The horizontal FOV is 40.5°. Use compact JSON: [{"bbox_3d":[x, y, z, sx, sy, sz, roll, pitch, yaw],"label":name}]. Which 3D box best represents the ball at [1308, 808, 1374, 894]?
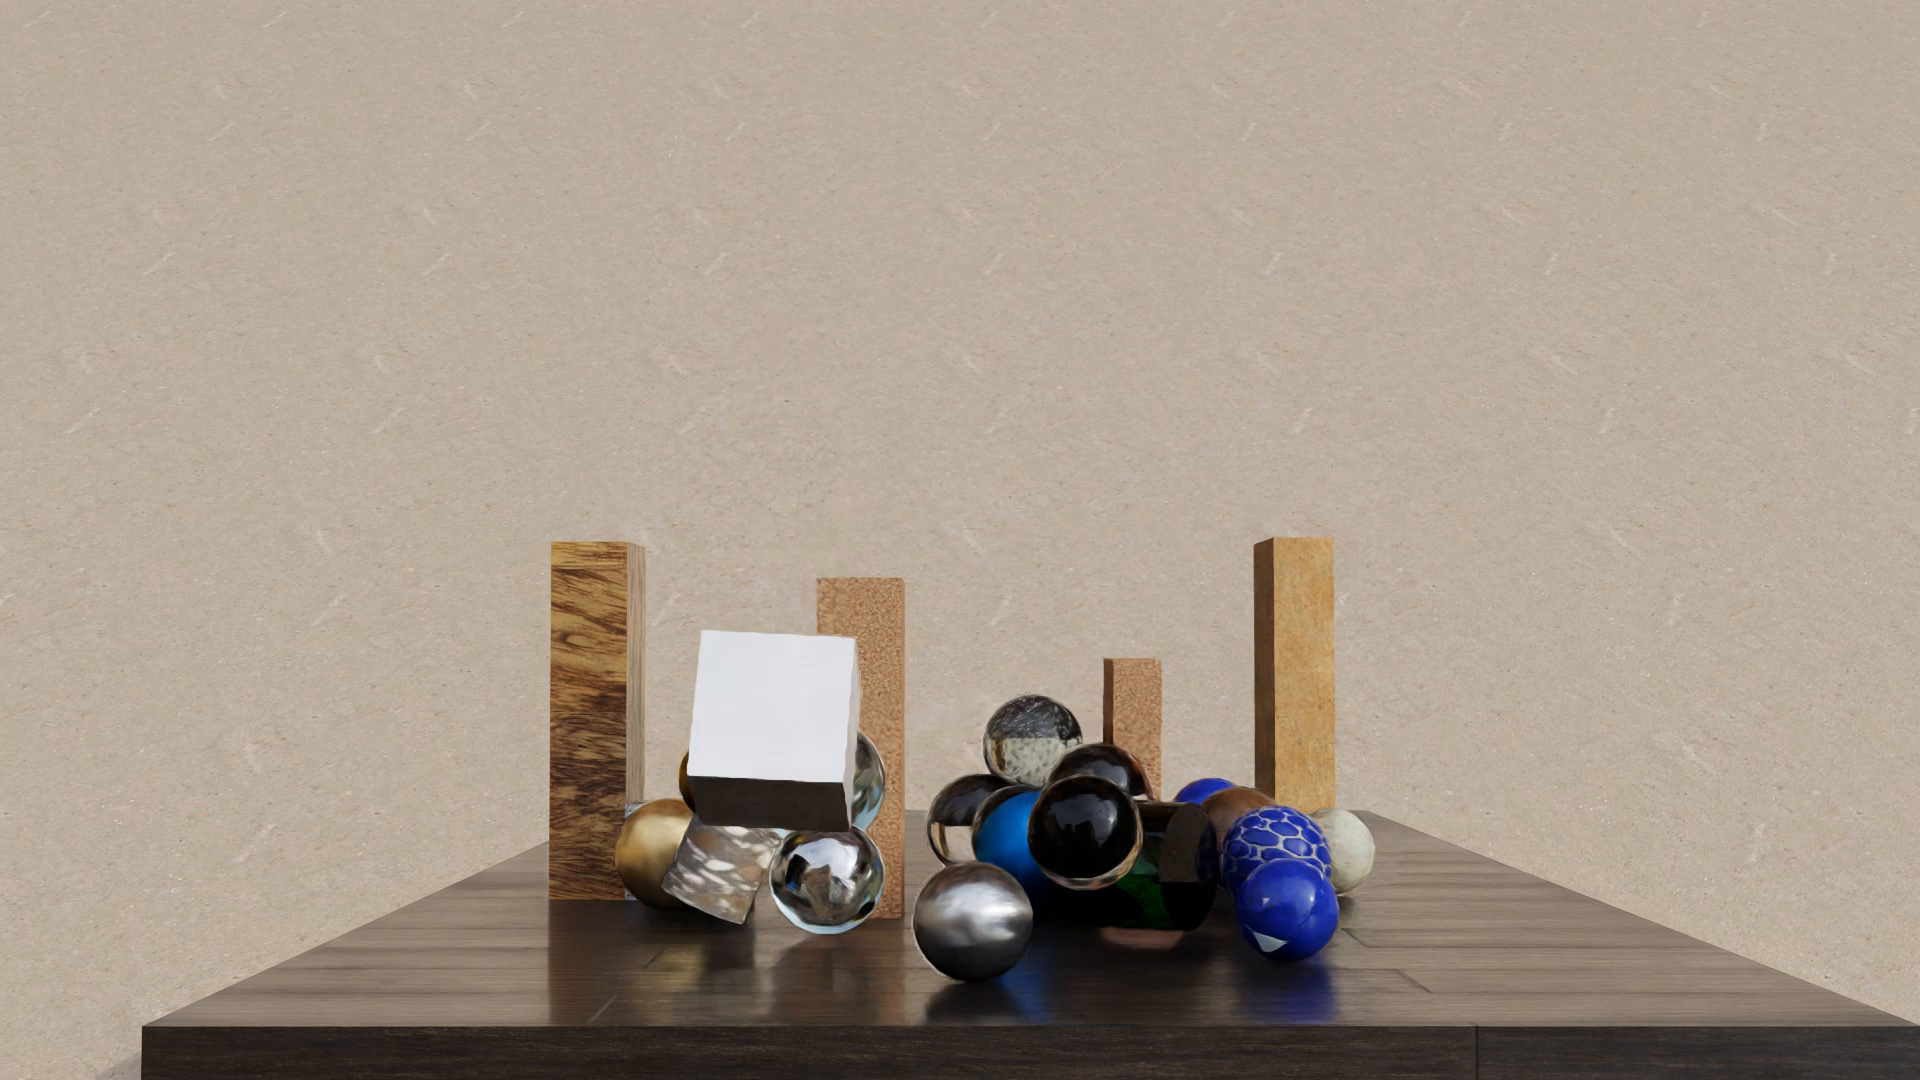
[{"bbox_3d":[0.644,0.540,4.511,0.149,0.149,0.149,0,37,0],"label":"ball"}]

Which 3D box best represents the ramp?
[{"bbox_3d":[0.081,0.683,4.917,2.000,0.100,4.000,0,-2,0],"label":"ramp"}]

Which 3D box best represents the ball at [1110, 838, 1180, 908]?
[{"bbox_3d":[0.305,0.548,4.275,0.113,0.113,0.113,0,37,0],"label":"ball"}]

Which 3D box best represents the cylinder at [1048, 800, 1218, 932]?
[{"bbox_3d":[0.265,0.495,3.974,0.193,0.193,0.193,-2,32,33],"label":"cylinder"}]

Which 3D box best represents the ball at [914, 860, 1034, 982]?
[{"bbox_3d":[0.017,0.487,3.322,0.153,0.153,0.153,0,37,0],"label":"ball"}]

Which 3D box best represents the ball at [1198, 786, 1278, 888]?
[{"bbox_3d":[0.490,0.524,4.573,0.181,0.181,0.181,0,37,0],"label":"ball"}]

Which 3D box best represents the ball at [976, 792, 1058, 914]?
[{"bbox_3d":[0.124,0.502,4.173,0.197,0.197,0.197,0,37,0],"label":"ball"}]

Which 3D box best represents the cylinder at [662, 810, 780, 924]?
[{"bbox_3d":[-0.344,0.465,3.741,0.130,0.130,0.130,24,-2,1],"label":"cylinder"}]

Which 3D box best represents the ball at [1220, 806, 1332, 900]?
[{"bbox_3d":[0.500,0.509,4.123,0.177,0.177,0.177,0,37,0],"label":"ball"}]

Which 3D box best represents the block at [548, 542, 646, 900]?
[{"bbox_3d":[-0.635,0.313,4.570,0.130,0.610,0.262,0,-2,0],"label":"block"}]

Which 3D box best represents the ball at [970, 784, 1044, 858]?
[{"bbox_3d":[0.112,0.526,4.622,0.187,0.187,0.187,0,37,0],"label":"ball"}]

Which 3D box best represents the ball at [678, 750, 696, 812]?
[{"bbox_3d":[-0.357,0.356,3.896,0.131,0.131,0.131,0,37,0],"label":"ball"}]

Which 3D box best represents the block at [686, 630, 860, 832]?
[{"bbox_3d":[-0.221,0.233,3.139,0.182,0.182,0.182,3,65,1],"label":"block"}]

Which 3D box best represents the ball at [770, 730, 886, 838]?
[{"bbox_3d":[-0.217,0.375,4.013,0.206,0.206,0.206,0,37,0],"label":"ball"}]

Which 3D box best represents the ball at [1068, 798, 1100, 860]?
[{"bbox_3d":[0.151,0.523,4.439,0.177,0.177,0.177,0,37,0],"label":"ball"}]

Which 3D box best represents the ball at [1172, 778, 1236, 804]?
[{"bbox_3d":[0.458,0.511,4.738,0.157,0.157,0.157,0,37,0],"label":"ball"}]

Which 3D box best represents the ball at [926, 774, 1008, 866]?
[{"bbox_3d":[0.035,0.533,4.865,0.194,0.194,0.194,0,37,0],"label":"ball"}]

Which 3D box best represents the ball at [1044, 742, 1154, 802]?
[{"bbox_3d":[0.229,0.427,4.311,0.181,0.181,0.181,0,37,0],"label":"ball"}]

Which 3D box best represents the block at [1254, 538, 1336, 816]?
[{"bbox_3d":[0.770,0.341,6.016,0.134,0.678,0.400,0,-2,0],"label":"block"}]

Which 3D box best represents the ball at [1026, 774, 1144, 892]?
[{"bbox_3d":[0.183,0.429,3.810,0.171,0.171,0.171,0,37,0],"label":"ball"}]

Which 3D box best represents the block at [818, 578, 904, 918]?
[{"bbox_3d":[-0.160,0.335,4.262,0.132,0.538,0.289,0,-2,0],"label":"block"}]

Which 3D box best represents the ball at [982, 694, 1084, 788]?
[{"bbox_3d":[0.139,0.390,4.941,0.193,0.193,0.193,0,37,0],"label":"ball"}]

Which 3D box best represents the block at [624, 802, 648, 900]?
[{"bbox_3d":[-0.463,0.532,4.464,0.162,0.162,0.162,-1,-3,26],"label":"block"}]

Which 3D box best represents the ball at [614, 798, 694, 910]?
[{"bbox_3d":[-0.472,0.512,4.248,0.182,0.182,0.182,0,37,0],"label":"ball"}]

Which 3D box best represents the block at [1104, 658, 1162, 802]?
[{"bbox_3d":[0.328,0.431,4.963,0.089,0.407,0.324,0,-2,0],"label":"block"}]

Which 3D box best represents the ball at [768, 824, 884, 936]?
[{"bbox_3d":[-0.198,0.501,3.873,0.172,0.172,0.172,0,37,0],"label":"ball"}]

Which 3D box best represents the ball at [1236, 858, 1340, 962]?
[{"bbox_3d":[0.445,0.503,3.539,0.140,0.140,0.140,0,37,0],"label":"ball"}]
